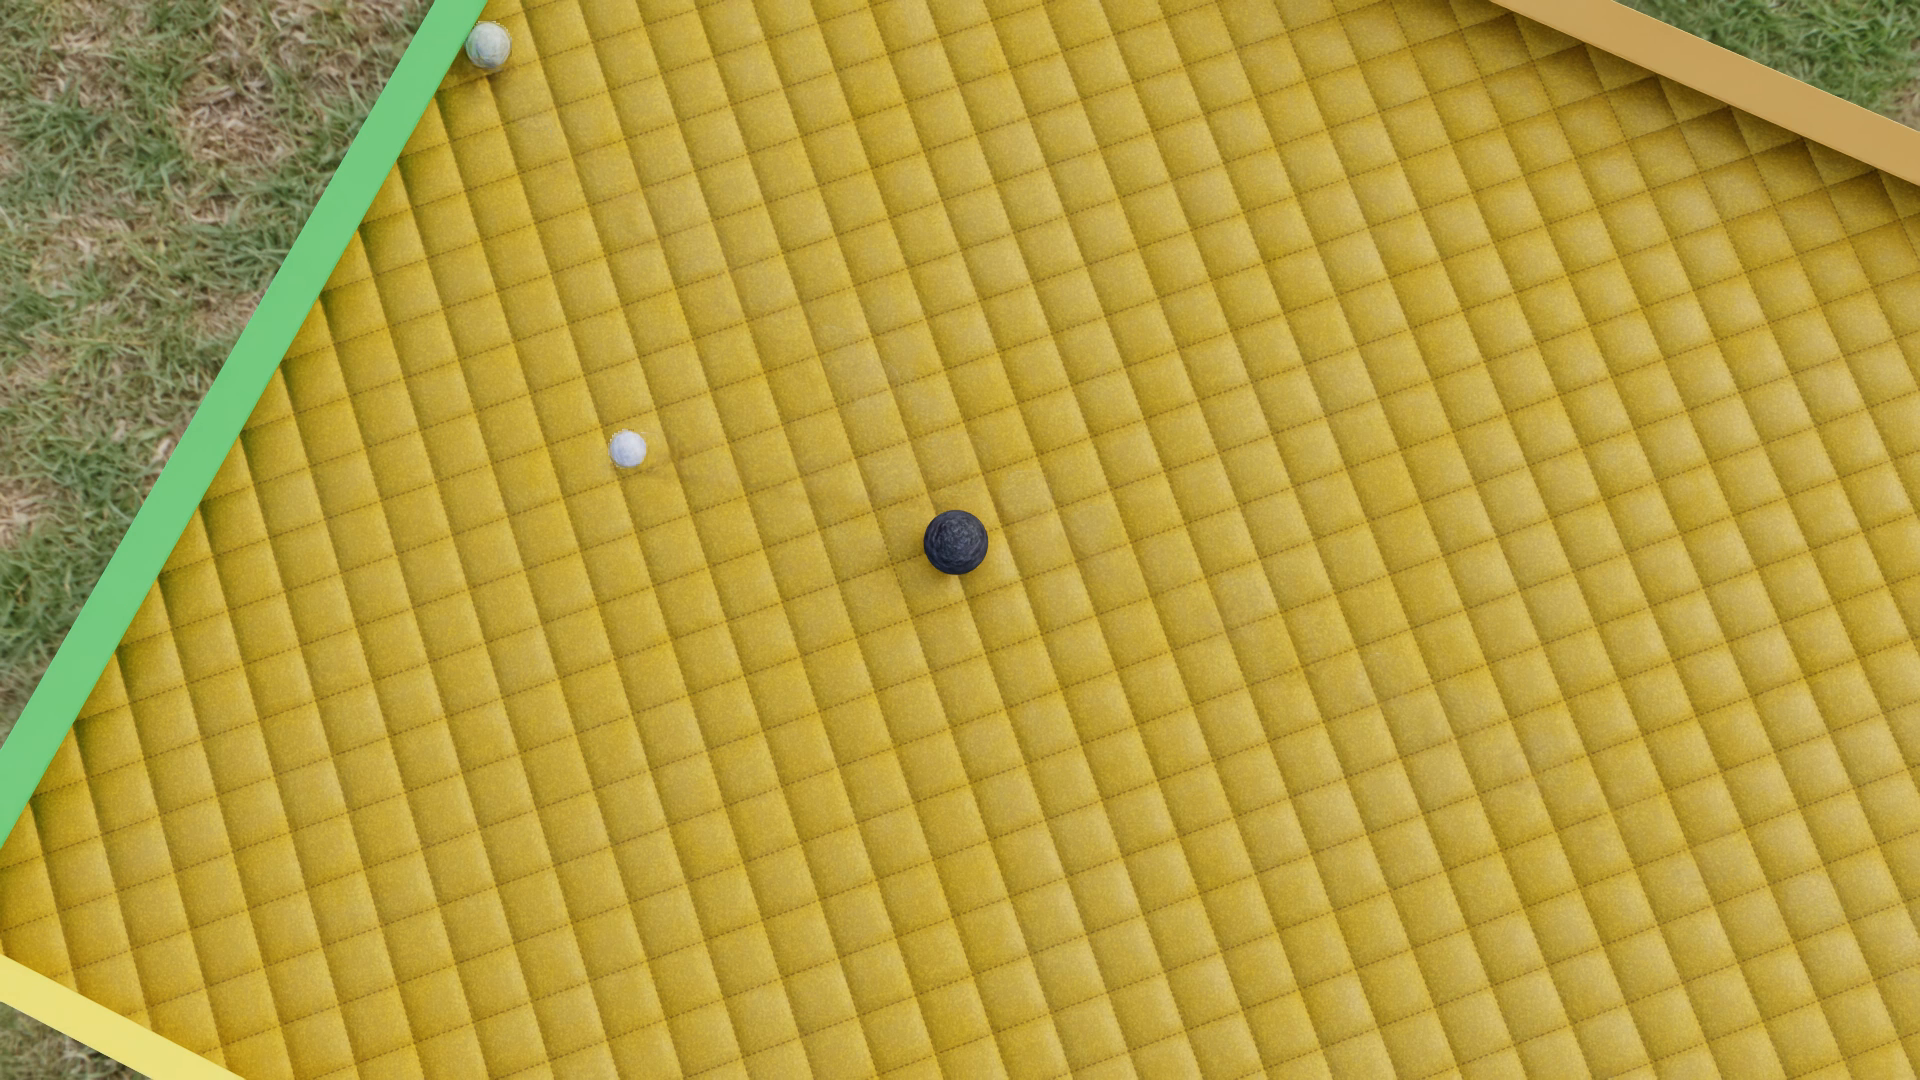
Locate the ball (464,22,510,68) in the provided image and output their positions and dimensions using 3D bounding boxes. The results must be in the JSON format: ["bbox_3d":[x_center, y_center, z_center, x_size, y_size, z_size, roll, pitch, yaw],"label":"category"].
[{"bbox_3d":[-0.751,-0.786,3.496,0.072,0.072,0.072,0,77,0],"label":"ball"}]

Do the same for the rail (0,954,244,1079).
[{"bbox_3d":[0.483,1.488,2.947,4.394,0.127,0.045,25,78,6],"label":"rail"}]

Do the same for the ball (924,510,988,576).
[{"bbox_3d":[-0.006,0.004,3.302,0.098,0.098,0.098,0,77,0],"label":"ball"}]

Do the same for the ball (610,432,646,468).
[{"bbox_3d":[-0.506,-0.138,3.357,0.055,0.055,0.055,0,77,0],"label":"ball"}]

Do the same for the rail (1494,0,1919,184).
[{"bbox_3d":[1.498,-0.572,3.418,4.394,0.127,0.045,25,78,6],"label":"rail"}]

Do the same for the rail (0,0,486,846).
[{"bbox_3d":[-0.969,-0.460,3.392,0.045,0.127,2.391,25,78,6],"label":"rail"}]
